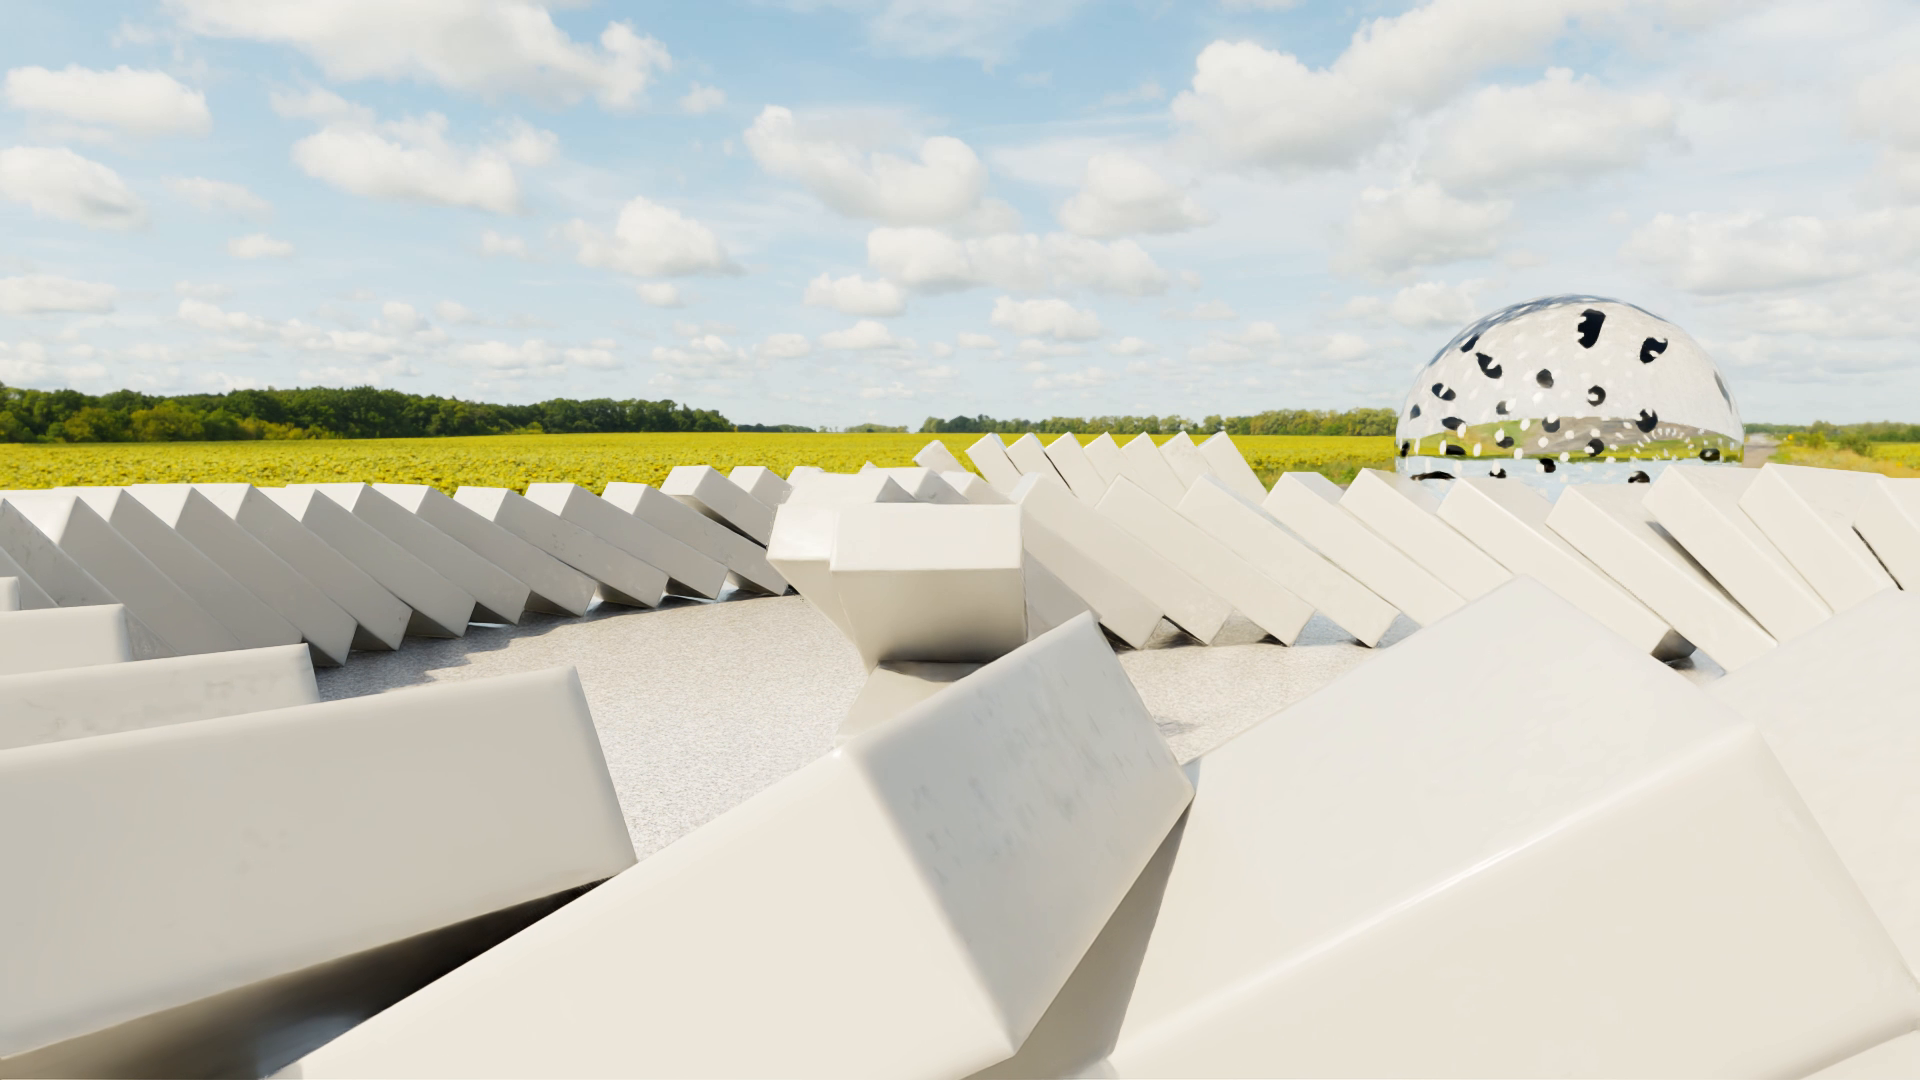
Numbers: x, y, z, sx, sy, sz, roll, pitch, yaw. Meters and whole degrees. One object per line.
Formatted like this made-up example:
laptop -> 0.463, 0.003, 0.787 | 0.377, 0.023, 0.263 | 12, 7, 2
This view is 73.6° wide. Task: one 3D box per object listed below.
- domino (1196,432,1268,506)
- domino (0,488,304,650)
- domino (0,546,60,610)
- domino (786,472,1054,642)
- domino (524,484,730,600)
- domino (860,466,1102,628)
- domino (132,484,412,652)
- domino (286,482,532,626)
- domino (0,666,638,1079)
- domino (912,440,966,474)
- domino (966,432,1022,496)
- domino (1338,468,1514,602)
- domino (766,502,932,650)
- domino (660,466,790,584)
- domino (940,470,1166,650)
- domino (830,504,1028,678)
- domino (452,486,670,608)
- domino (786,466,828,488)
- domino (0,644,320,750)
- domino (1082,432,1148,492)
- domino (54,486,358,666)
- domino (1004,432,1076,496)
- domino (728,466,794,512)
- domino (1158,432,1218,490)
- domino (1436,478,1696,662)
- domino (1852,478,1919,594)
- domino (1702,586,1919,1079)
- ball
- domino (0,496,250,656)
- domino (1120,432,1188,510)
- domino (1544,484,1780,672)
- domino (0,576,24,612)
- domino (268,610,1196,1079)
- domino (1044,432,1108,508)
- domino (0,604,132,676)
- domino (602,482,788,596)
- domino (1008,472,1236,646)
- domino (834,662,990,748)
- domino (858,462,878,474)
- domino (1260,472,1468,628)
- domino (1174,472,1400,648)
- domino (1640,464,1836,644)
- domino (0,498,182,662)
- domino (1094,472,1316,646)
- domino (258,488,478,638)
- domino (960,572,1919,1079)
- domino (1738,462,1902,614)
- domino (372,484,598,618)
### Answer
domino -> 0.091, -0.010, 0.396 | 0.010, 0.050, 0.025 | -35, 0, 8
domino -> -0.133, 0.009, 0.209 | 0.025, 0.009, 0.050 | -1, -29, 5
domino -> -0.123, 0.013, 0.154 | 0.025, 0.009, 0.050 | -3, -29, -12
domino -> -0.007, 0.006, 0.239 | 0.025, 0.009, 0.050 | 5, -30, 48
domino -> -0.089, 0.001, 0.339 | 0.025, 0.009, 0.050 | 3, -24, 47
domino -> 0.002, 0.004, 0.253 | 0.050, 0.010, 0.025 | 40, -19, -28
domino -> -0.131, 0.006, 0.245 | 0.025, 0.010, 0.050 | 0, -29, 14
domino -> -0.123, 0.004, 0.285 | 0.025, 0.009, 0.050 | 0, -27, 28
domino -> -0.040, 0.022, 0.062 | 0.050, 0.010, 0.025 | -34, -18, 37
domino -> 0.005, -0.010, 0.403 | 0.009, 0.050, 0.025 | -42, 7, -1
domino -> 0.022, -0.011, 0.408 | 0.009, 0.050, 0.025 | -36, 0, 8
domino -> 0.108, 0.003, 0.274 | 0.025, 0.009, 0.050 | 2, 35, -51
domino -> -0.009, 0.010, 0.213 | 0.025, 0.009, 0.050 | 0, -26, 20
domino -> -0.059, -0.003, 0.367 | 0.050, 0.009, 0.025 | 37, -19, -30
domino -> 0.017, 0.004, 0.270 | 0.050, 0.009, 0.025 | 36, -5, -15
domino -> -0.003, 0.011, 0.191 | 0.025, 0.009, 0.050 | -1, -27, 4
domino -> -0.101, 0.002, 0.324 | 0.025, 0.009, 0.050 | 4, -22, 43
domino -> -0.028, -0.004, 0.388 | 0.050, 0.009, 0.025 | 35, -10, -22
domino -> -0.058, 0.021, 0.075 | 0.025, 0.009, 0.050 | -4, -22, -46
domino -> 0.057, -0.011, 0.404 | 0.009, 0.050, 0.025 | -35, 0, 8
domino -> -0.133, 0.008, 0.227 | 0.025, 0.009, 0.050 | 0, -29, 9
domino -> 0.034, -0.011, 0.408 | 0.009, 0.050, 0.025 | -36, -1, 8
domino -> -0.044, -0.004, 0.378 | 0.050, 0.009, 0.025 | 36, -14, -26
domino -> 0.080, -0.010, 0.398 | 0.009, 0.050, 0.025 | -35, -1, 8
domino -> 0.125, 0.005, 0.261 | 0.025, 0.009, 0.050 | -2, 37, -41
domino -> 0.163, 0.010, 0.195 | 0.025, 0.010, 0.050 | 0, 40, 3
domino -> 0.023, 0.021, 0.051 | 0.050, 0.009, 0.025 | -33, 1, 10
ball -> 0.152, -0.022, 0.325 | 0.080, 0.080, 0.080 | 0, 4, 0
domino -> -0.131, 0.010, 0.191 | 0.025, 0.009, 0.050 | 0, -29, -1
domino -> 0.068, -0.011, 0.403 | 0.010, 0.050, 0.025 | -35, 0, 8
domino -> 0.141, 0.007, 0.246 | 0.025, 0.009, 0.050 | -2, 36, -27
domino -> -0.089, 0.018, 0.103 | 0.025, 0.009, 0.050 | -4, -24, -34
domino -> -0.016, 0.021, 0.056 | 0.050, 0.009, 0.025 | -32, -6, 21
domino -> 0.045, -0.011, 0.407 | 0.009, 0.050, 0.025 | -35, 0, 8
domino -> -0.075, 0.020, 0.089 | 0.025, 0.010, 0.050 | -4, -23, -40
domino -> -0.073, 0.000, 0.355 | 0.050, 0.009, 0.025 | 32, -16, -35
domino -> 0.034, 0.003, 0.278 | 0.050, 0.009, 0.025 | 35, 1, -5
domino -> -0.001, 0.025, 0.170 | 0.025, 0.009, 0.050 | 0, 4, 2
domino -> -0.011, -0.006, 0.400 | 0.050, 0.010, 0.025 | 36, 0, -6
domino -> 0.092, 0.003, 0.281 | 0.050, 0.009, 0.025 | 40, 22, 24
domino -> 0.072, 0.003, 0.282 | 0.050, 0.010, 0.025 | 36, 12, 10
domino -> 0.151, 0.006, 0.231 | 0.025, 0.009, 0.050 | 1, 41, -21
domino -> -0.129, 0.012, 0.173 | 0.025, 0.009, 0.050 | -1, -29, -5
domino -> 0.053, 0.003, 0.282 | 0.050, 0.009, 0.025 | 35, 7, 3
domino -> -0.127, 0.006, 0.266 | 0.025, 0.009, 0.050 | 2, -27, 20
domino -> 0.006, 0.020, 0.052 | 0.050, 0.010, 0.025 | -33, 1, 13
domino -> 0.158, 0.007, 0.217 | 0.025, 0.009, 0.050 | 4, 40, -11
domino -> -0.114, 0.003, 0.305 | 0.025, 0.010, 0.050 | 3, -25, 39
